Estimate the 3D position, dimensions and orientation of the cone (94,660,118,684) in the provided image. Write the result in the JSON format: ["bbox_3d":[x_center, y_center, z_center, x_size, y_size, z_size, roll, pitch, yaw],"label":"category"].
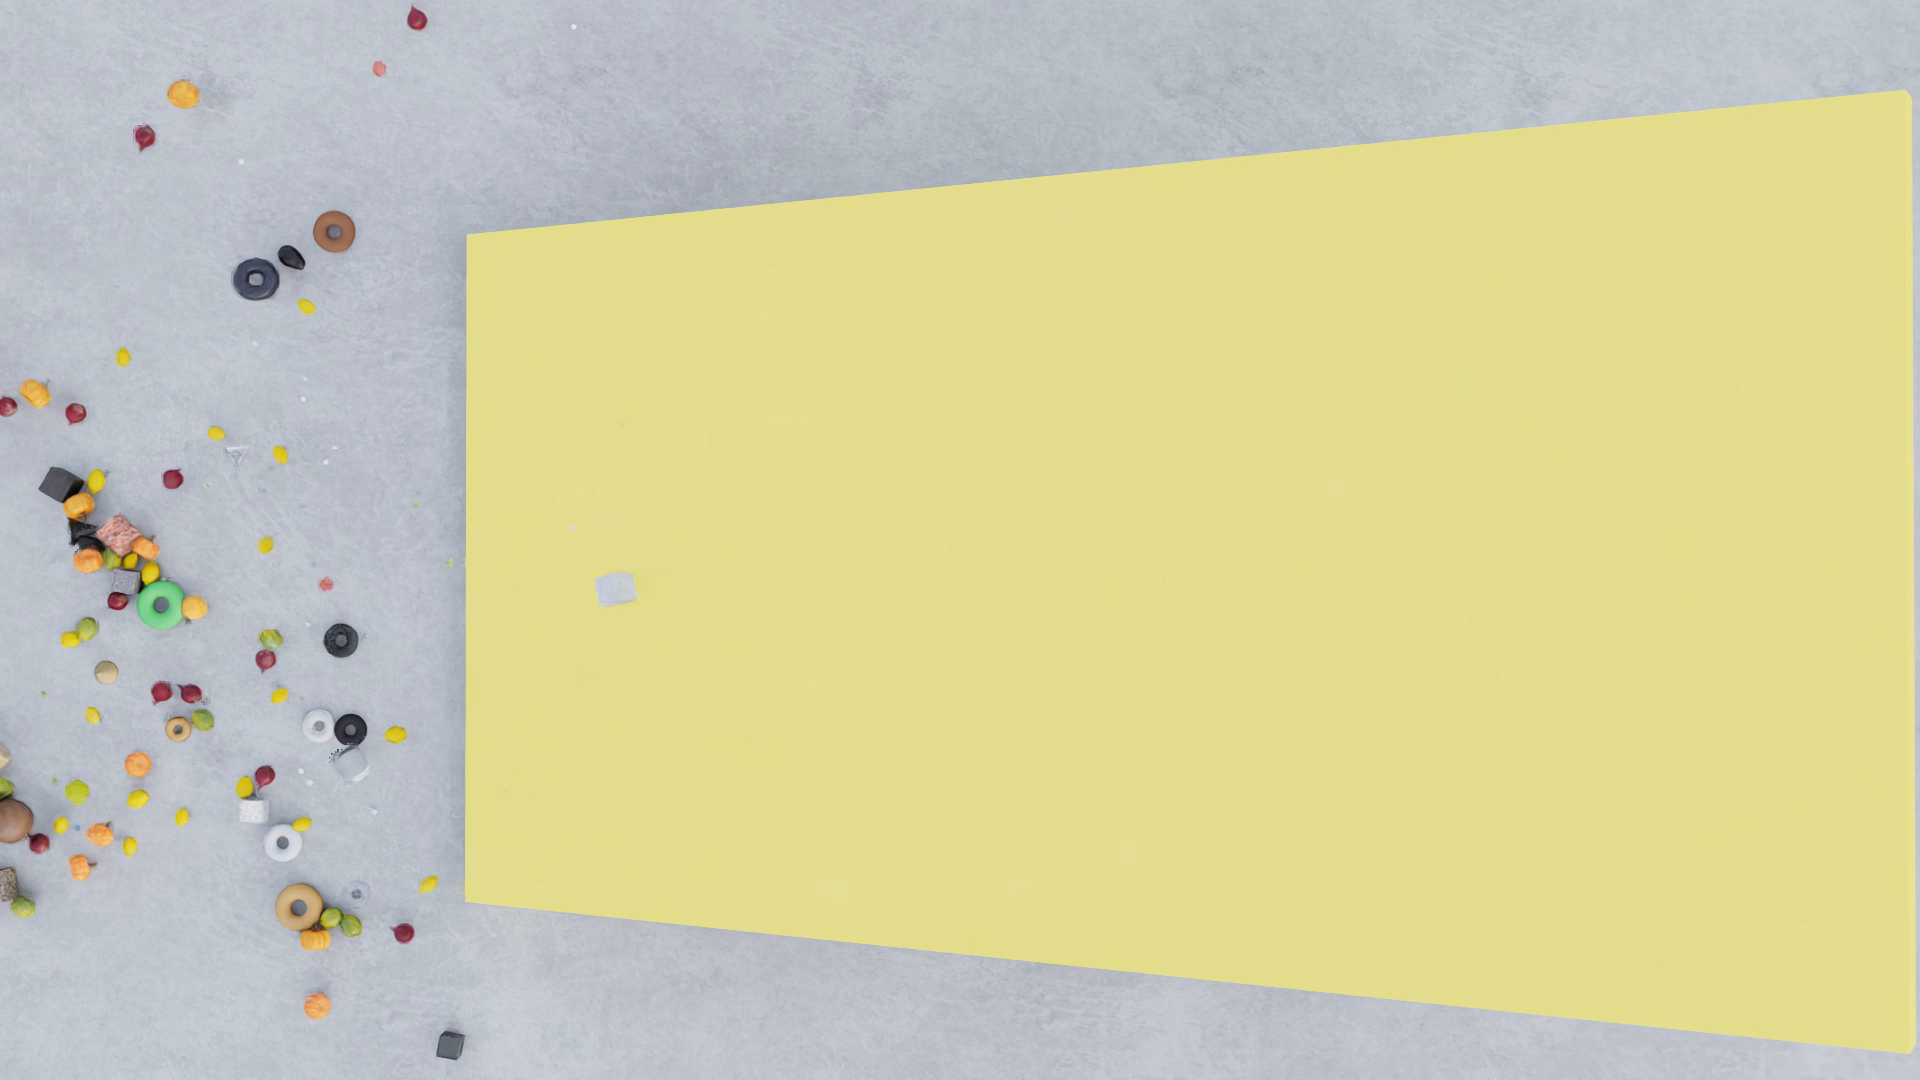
[{"bbox_3d":[-2.592,0.403,6.638,0.074,0.074,0.074,0,89,0],"label":"cone"}]

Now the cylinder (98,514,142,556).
[{"bbox_3d":[-2.533,-0.015,6.634,0.091,0.091,0.091,44,90,0],"label":"cylinder"}]

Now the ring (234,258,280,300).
[{"bbox_3d":[-2.128,-0.788,6.650,0.136,0.045,0.136,2,73,-8],"label":"ring"}]

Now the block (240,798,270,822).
[{"bbox_3d":[-2.130,0.816,6.639,0.065,0.065,0.065,2,89,0],"label":"block"}]

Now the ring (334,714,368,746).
[{"bbox_3d":[-1.845,0.575,6.657,0.100,0.033,0.100,0,91,0],"label":"ring"}]

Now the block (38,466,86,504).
[{"bbox_3d":[-2.713,-0.165,6.640,0.081,0.081,0.081,30,90,0],"label":"block"}]

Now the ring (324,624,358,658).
[{"bbox_3d":[-1.874,0.305,6.659,0.105,0.035,0.105,0,91,-1],"label":"ring"}]

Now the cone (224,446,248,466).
[{"bbox_3d":[-2.185,-0.267,6.667,0.067,0.067,0.067,-37,90,-27],"label":"cone"}]

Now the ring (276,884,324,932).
[{"bbox_3d":[-1.996,1.110,6.645,0.146,0.049,0.146,0,89,1],"label":"ring"}]

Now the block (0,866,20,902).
[{"bbox_3d":[-2.904,1.044,6.622,0.094,0.094,0.094,-10,89,0],"label":"block"}]

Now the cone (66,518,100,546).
[{"bbox_3d":[-2.649,-0.030,6.659,0.091,0.091,0.091,-8,89,-27],"label":"cone"}]

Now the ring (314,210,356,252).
[{"bbox_3d":[-1.897,-0.935,6.667,0.128,0.043,0.128,0,90,-1],"label":"ring"}]

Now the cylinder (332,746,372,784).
[{"bbox_3d":[-1.831,0.677,6.617,0.086,0.086,0.086,-35,81,0],"label":"cylinder"}]

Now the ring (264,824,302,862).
[{"bbox_3d":[-2.048,0.915,6.651,0.117,0.039,0.117,0,90,1],"label":"ring"}]

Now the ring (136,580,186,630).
[{"bbox_3d":[-2.416,0.197,6.653,0.149,0.050,0.149,0,88,-1],"label":"ring"}]

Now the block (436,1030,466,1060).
[{"bbox_3d":[-1.536,1.525,6.633,0.064,0.064,0.064,11,89,0],"label":"block"}]

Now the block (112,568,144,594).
[{"bbox_3d":[-2.513,0.126,6.644,0.067,0.067,0.067,9,89,0],"label":"block"}]

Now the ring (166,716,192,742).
[{"bbox_3d":[-2.368,0.573,6.661,0.078,0.026,0.078,0,88,0],"label":"ring"}]

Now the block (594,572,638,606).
[{"bbox_3d":[-0.978,0.141,6.249,0.079,0.079,0.079,-17,81,29],"label":"block"}]

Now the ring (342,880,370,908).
[{"bbox_3d":[-1.827,1.072,6.655,0.087,0.029,0.087,0,89,-1],"label":"ring"}]

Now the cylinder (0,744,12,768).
[{"bbox_3d":[-2.924,0.660,6.630,0.085,0.085,0.085,45,90,0],"label":"cylinder"}]

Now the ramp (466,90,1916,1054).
[{"bbox_3d":[0.268,0.074,5.620,4.000,0.100,2.000,0,89,30],"label":"ramp"}]

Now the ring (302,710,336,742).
[{"bbox_3d":[-1.940,0.563,6.657,0.100,0.033,0.100,0,90,-1],"label":"ring"}]
